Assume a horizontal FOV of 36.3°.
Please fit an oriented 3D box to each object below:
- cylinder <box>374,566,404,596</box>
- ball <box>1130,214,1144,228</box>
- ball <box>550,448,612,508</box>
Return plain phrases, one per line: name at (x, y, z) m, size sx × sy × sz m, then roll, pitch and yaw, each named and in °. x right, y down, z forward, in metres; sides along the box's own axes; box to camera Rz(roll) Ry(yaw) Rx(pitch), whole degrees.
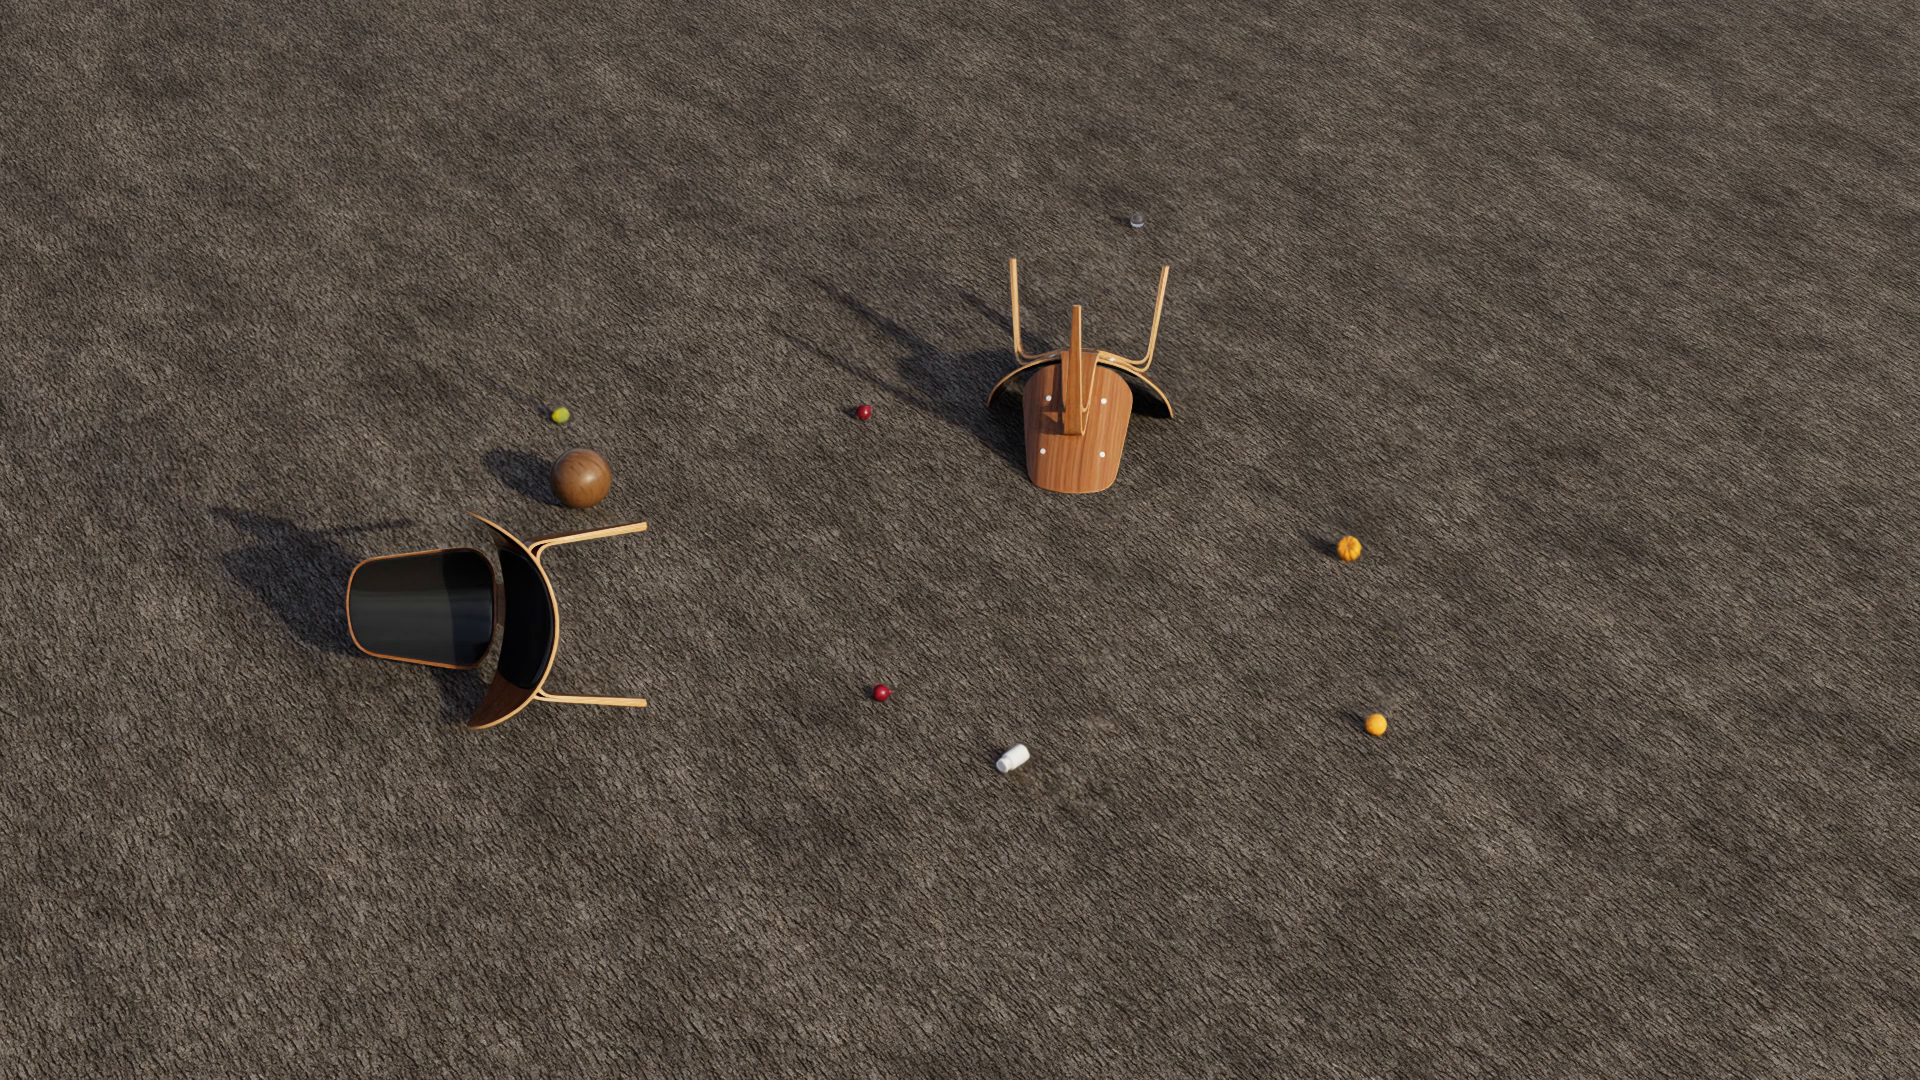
cylinder at (-2.073, 0.154, 10.646) m, size 0.105 × 0.072 × 0.087 m, roll -11°, pitch 48°, yaw 3°
ball at (0.789, -1.422, 13.045) m, size 0.064 × 0.064 × 0.064 m, roll 0°, pitch 33°, yaw 0°
ball at (-1.434, -0.234, 11.088) m, size 0.232 × 0.232 × 0.232 m, roll 0°, pitch 33°, yaw 0°
